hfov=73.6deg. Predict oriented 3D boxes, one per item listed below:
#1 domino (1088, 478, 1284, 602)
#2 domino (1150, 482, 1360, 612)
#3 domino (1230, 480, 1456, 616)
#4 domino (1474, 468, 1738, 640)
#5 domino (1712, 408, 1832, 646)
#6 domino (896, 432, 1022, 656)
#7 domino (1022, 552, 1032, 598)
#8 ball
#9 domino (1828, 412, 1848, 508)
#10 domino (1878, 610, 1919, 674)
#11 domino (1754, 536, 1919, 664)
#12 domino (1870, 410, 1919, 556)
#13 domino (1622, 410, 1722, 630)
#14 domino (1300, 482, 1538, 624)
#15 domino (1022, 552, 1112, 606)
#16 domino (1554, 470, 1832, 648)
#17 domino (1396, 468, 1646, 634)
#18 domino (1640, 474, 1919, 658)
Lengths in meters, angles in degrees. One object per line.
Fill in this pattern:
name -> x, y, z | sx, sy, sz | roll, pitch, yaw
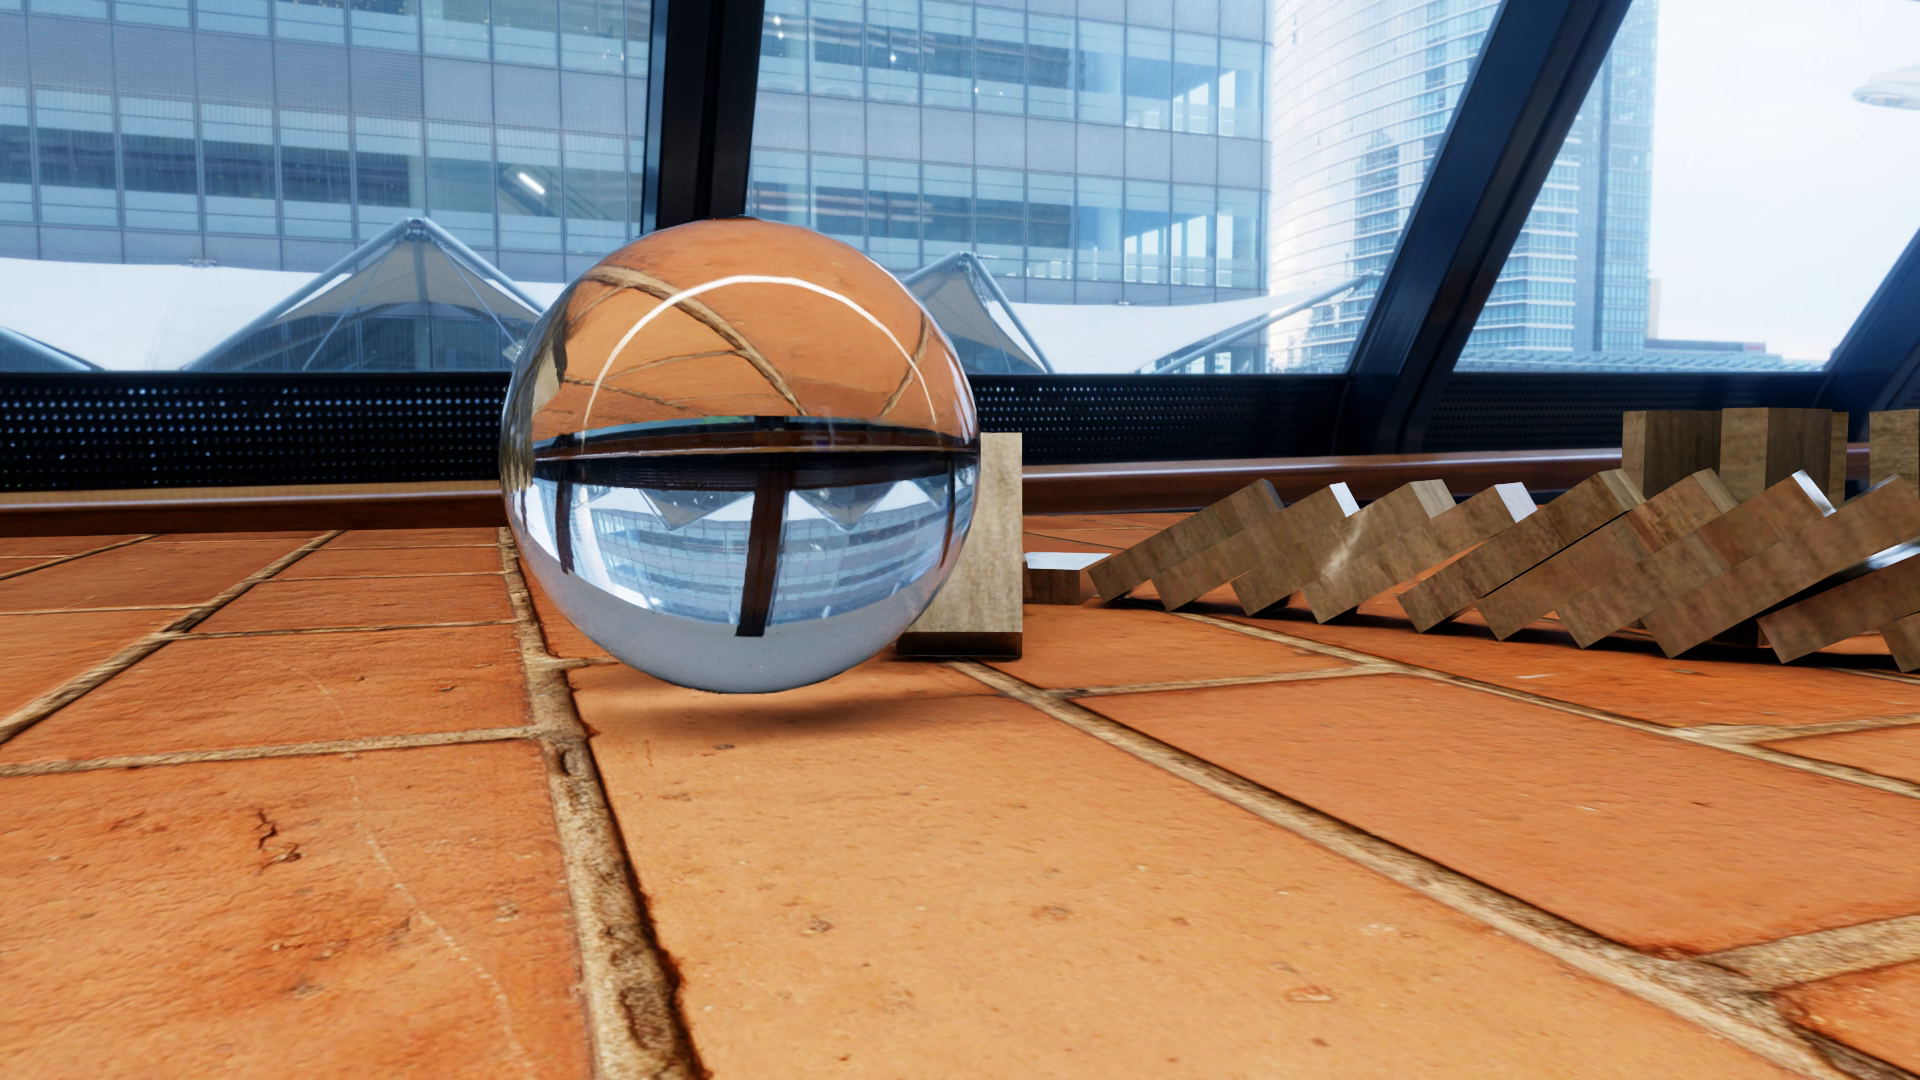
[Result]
domino -> 0.060, 0.000, 0.336 | 0.050, 0.009, 0.025 | -29, -8, 17
domino -> 0.076, 0.002, 0.326 | 0.050, 0.010, 0.025 | -30, -9, 24
domino -> 0.093, 0.002, 0.311 | 0.050, 0.009, 0.025 | -34, -16, 33
domino -> 0.138, 0.003, 0.274 | 0.050, 0.009, 0.025 | -40, -19, 34
domino -> 0.176, -0.003, 0.278 | 0.025, 0.050, 0.010 | -2, 5, -30
domino -> 0.000, 0.000, 0.268 | 0.025, 0.050, 0.009 | 0, -35, 2
domino -> 0.003, 0.004, 0.341 | 0.025, 0.009, 0.050 | -11, 18, -1
ball -> -0.036, -0.014, 0.218 | 0.080, 0.080, 0.080 | 0, 4, 0
domino -> 0.211, -0.006, 0.318 | 0.009, 0.050, 0.025 | 2, 5, 25
domino -> 0.199, 0.009, 0.236 | 0.050, 0.010, 0.025 | -28, -10, 32
domino -> 0.181, 0.008, 0.247 | 0.050, 0.010, 0.025 | -30, -11, 26
domino -> 0.226, -0.006, 0.305 | 0.025, 0.050, 0.009 | -3, 3, -39
domino -> 0.168, -0.005, 0.298 | 0.025, 0.050, 0.009 | 0, 4, -1
domino -> 0.108, 0.003, 0.300 | 0.050, 0.010, 0.025 | -34, -16, 33
domino -> 0.027, 0.010, 0.365 | 0.025, 0.009, 0.050 | 1, 4, 16
domino -> 0.150, 0.004, 0.263 | 0.050, 0.009, 0.025 | -40, -18, 33
domino -> 0.125, 0.003, 0.285 | 0.050, 0.009, 0.025 | -40, -20, 34
domino -> 0.162, 0.005, 0.253 | 0.050, 0.009, 0.025 | -39, -18, 30
